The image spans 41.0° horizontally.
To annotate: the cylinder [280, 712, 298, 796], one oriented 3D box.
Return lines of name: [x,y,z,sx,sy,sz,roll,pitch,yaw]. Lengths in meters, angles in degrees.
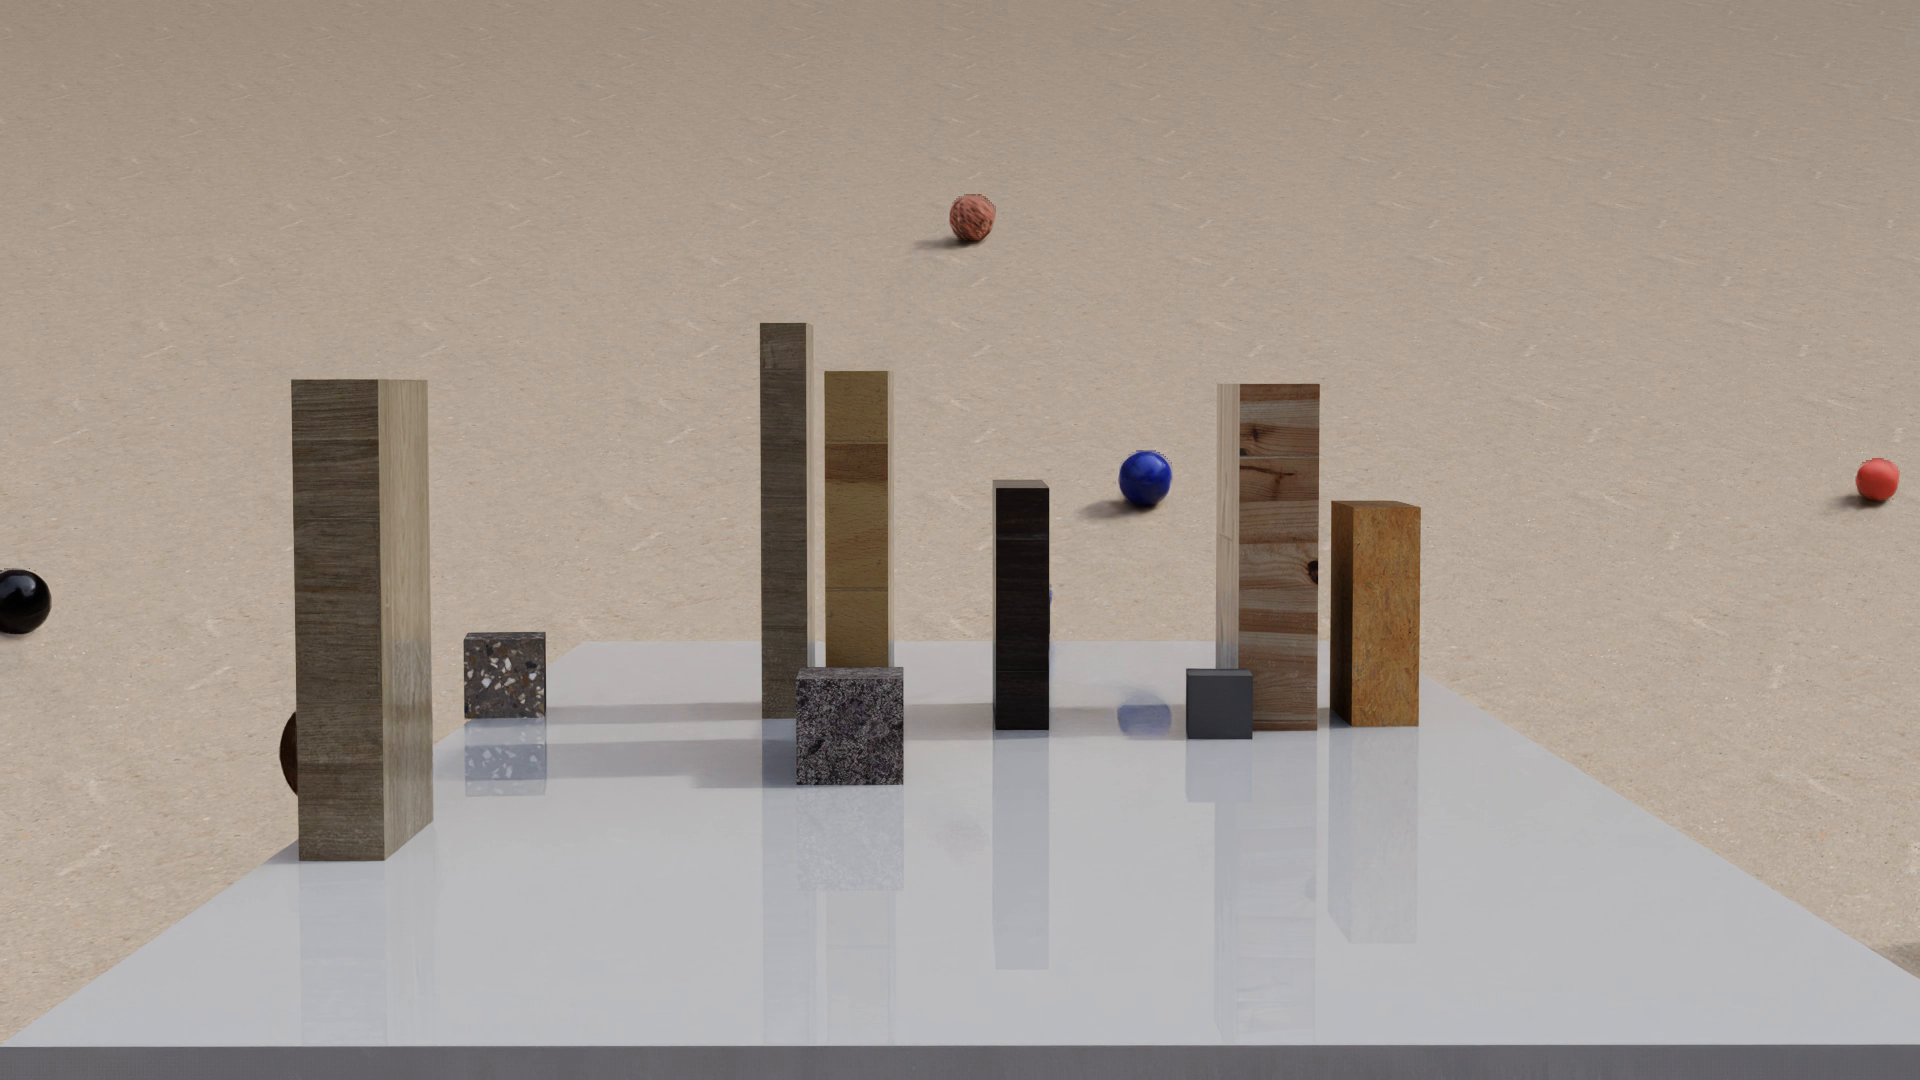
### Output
cylinder: [-0.938,0.315,3.975,0.195,0.195,0.195,-2,4,-6]

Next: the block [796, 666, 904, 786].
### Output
block: [-0.181,0.307,4.265,0.174,0.174,0.174,0,3,-1]

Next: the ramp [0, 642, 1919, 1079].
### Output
ramp: [0.047,0.428,4.533,2.000,0.100,4.000,0,3,0]

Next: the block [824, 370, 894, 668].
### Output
block: [-0.175,0.040,4.544,0.107,0.674,0.412,0,3,0]

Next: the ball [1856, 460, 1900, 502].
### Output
ball: [2.789,-0.180,7.809,0.124,0.124,0.124,0,20,0]

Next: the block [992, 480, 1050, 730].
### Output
block: [0.117,0.118,5.042,0.101,0.457,0.421,0,3,0]

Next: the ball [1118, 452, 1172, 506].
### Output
ball: [0.560,-0.185,7.761,0.166,0.166,0.166,0,20,0]

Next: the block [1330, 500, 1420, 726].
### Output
block: [0.810,0.138,5.028,0.128,0.418,0.290,0,3,0]

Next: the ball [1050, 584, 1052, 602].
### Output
ball: [0.188,0.145,6.929,0.125,0.125,0.125,0,20,0]

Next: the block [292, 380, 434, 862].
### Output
block: [-0.847,0.101,3.662,0.117,0.659,0.330,0,3,0]

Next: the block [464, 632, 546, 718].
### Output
block: [-0.902,0.267,5.098,0.154,0.154,0.154,0,3,-8]

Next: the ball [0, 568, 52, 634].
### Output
ball: [-2.499,0.164,6.805,0.174,0.174,0.174,0,20,0]

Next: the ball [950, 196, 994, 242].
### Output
ball: [0.051,-1.367,10.920,0.195,0.195,0.195,0,20,0]

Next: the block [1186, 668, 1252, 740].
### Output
block: [0.482,0.304,4.778,0.117,0.117,0.117,0,3,3]

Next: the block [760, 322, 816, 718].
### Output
block: [-0.343,-0.044,5.132,0.090,0.771,0.277,0,3,0]

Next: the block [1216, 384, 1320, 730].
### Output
block: [0.598,0.021,5.027,0.149,0.652,0.419,0,3,0]
